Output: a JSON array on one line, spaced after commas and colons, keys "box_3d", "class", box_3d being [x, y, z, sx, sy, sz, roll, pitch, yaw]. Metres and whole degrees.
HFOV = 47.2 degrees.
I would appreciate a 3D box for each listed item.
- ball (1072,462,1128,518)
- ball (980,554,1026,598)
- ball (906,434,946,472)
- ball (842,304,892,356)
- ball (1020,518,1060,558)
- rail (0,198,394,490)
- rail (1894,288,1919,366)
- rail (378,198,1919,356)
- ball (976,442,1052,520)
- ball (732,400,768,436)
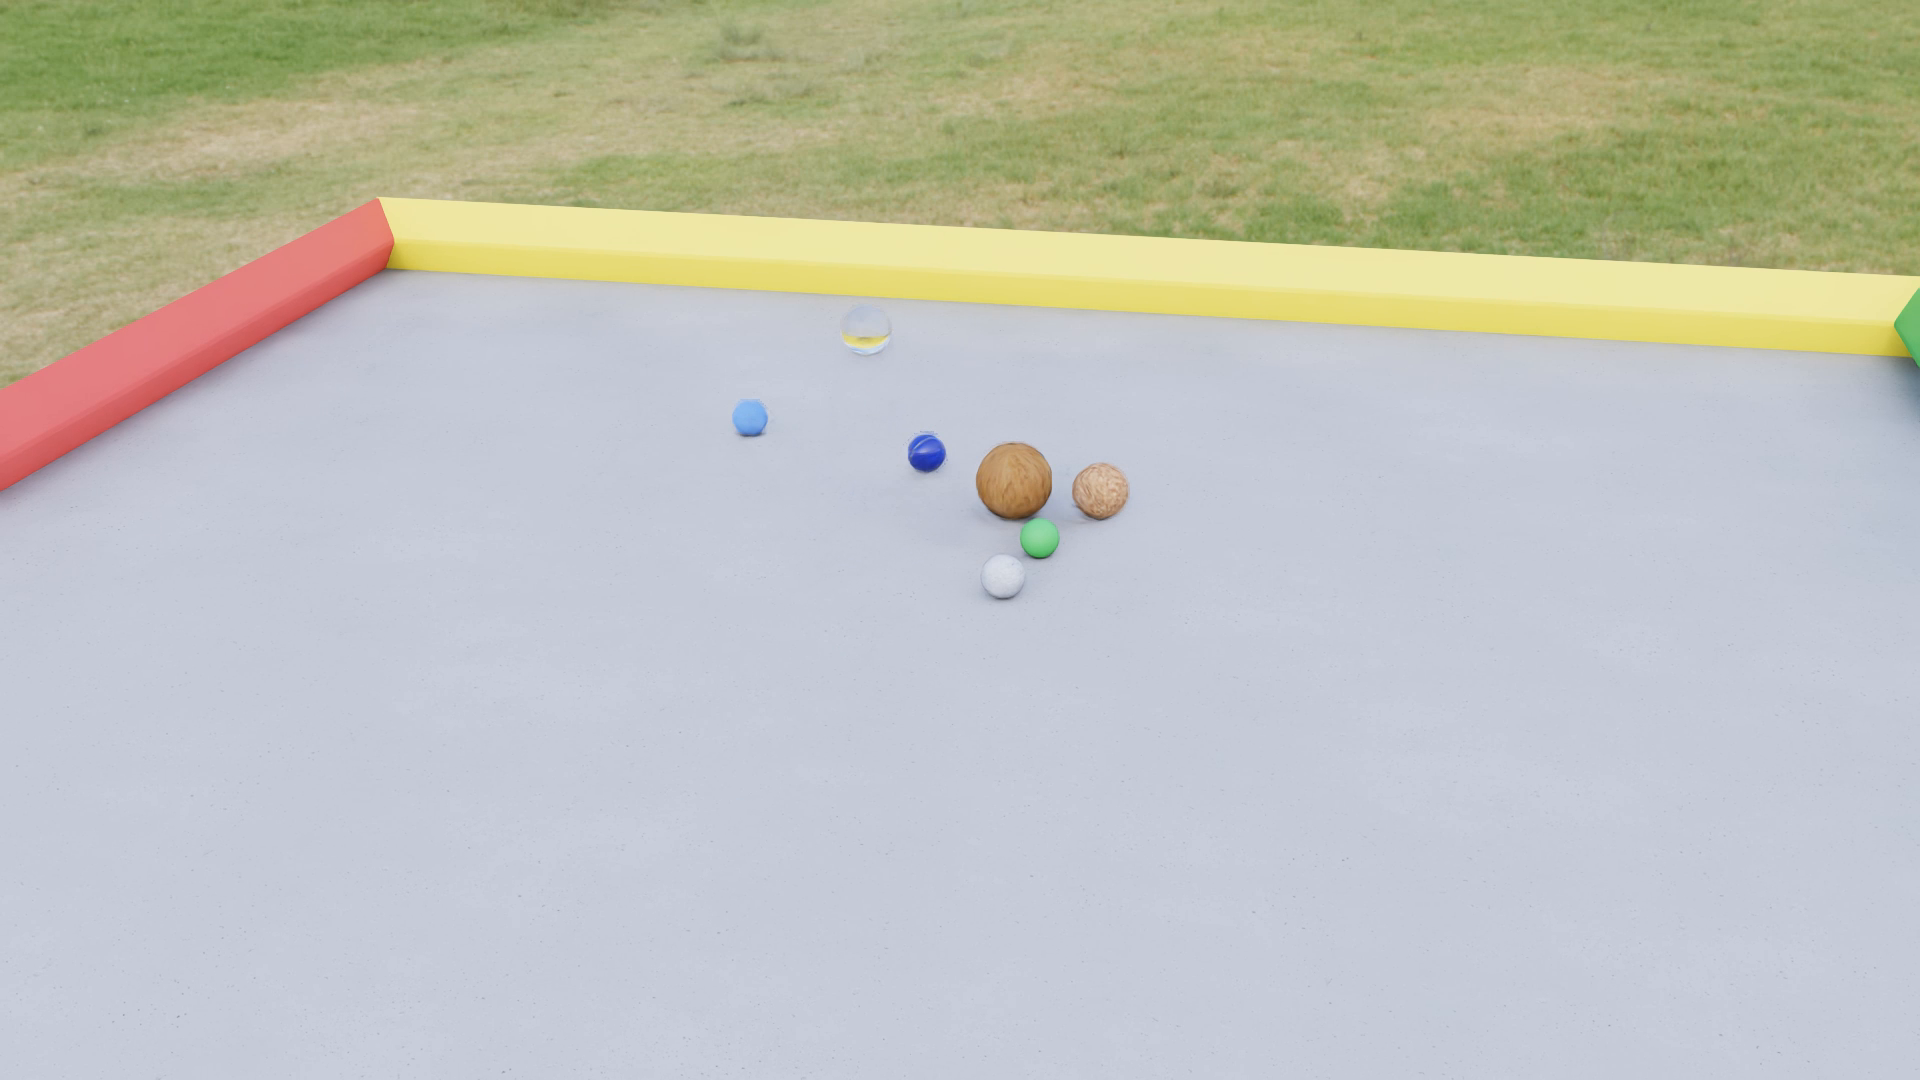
[{"box_3d": [0.174, -0.061, 2.732, 0.070, 0.070, 0.070, 0, 22, 0], "class": "ball"}, {"box_3d": [0.049, 0.041, 2.504, 0.052, 0.052, 0.052, 0, 22, 0], "class": "ball"}, {"box_3d": [-0.044, -0.115, 2.887, 0.051, 0.051, 0.051, 0, 22, 0], "class": "ball"}, {"box_3d": [-0.143, -0.321, 3.360, 0.076, 0.076, 0.076, 0, 22, 0], "class": "ball"}, {"box_3d": [0.095, -0.002, 2.617, 0.047, 0.047, 0.047, 0, 22, 0], "class": "ball"}, {"box_3d": [-1.435, 0.280, 1.819, 0.045, 0.124, 4.401, 5, 23, 11], "class": "rail"}, {"box_3d": [0.981, 0.472, 1.348, 0.045, 0.124, 4.401, 5, 23, 11], "class": "rail"}, {"box_3d": [0.222, -0.427, 3.557, 2.517, 0.124, 0.045, 5, 23, 11], "class": "rail"}, {"box_3d": [0.067, -0.073, 2.727, 0.095, 0.095, 0.095, 0, 22, 0], "class": "ball"}, {"box_3d": [-0.289, -0.168, 3.020, 0.049, 0.049, 0.049, 0, 22, 0], "class": "ball"}]
